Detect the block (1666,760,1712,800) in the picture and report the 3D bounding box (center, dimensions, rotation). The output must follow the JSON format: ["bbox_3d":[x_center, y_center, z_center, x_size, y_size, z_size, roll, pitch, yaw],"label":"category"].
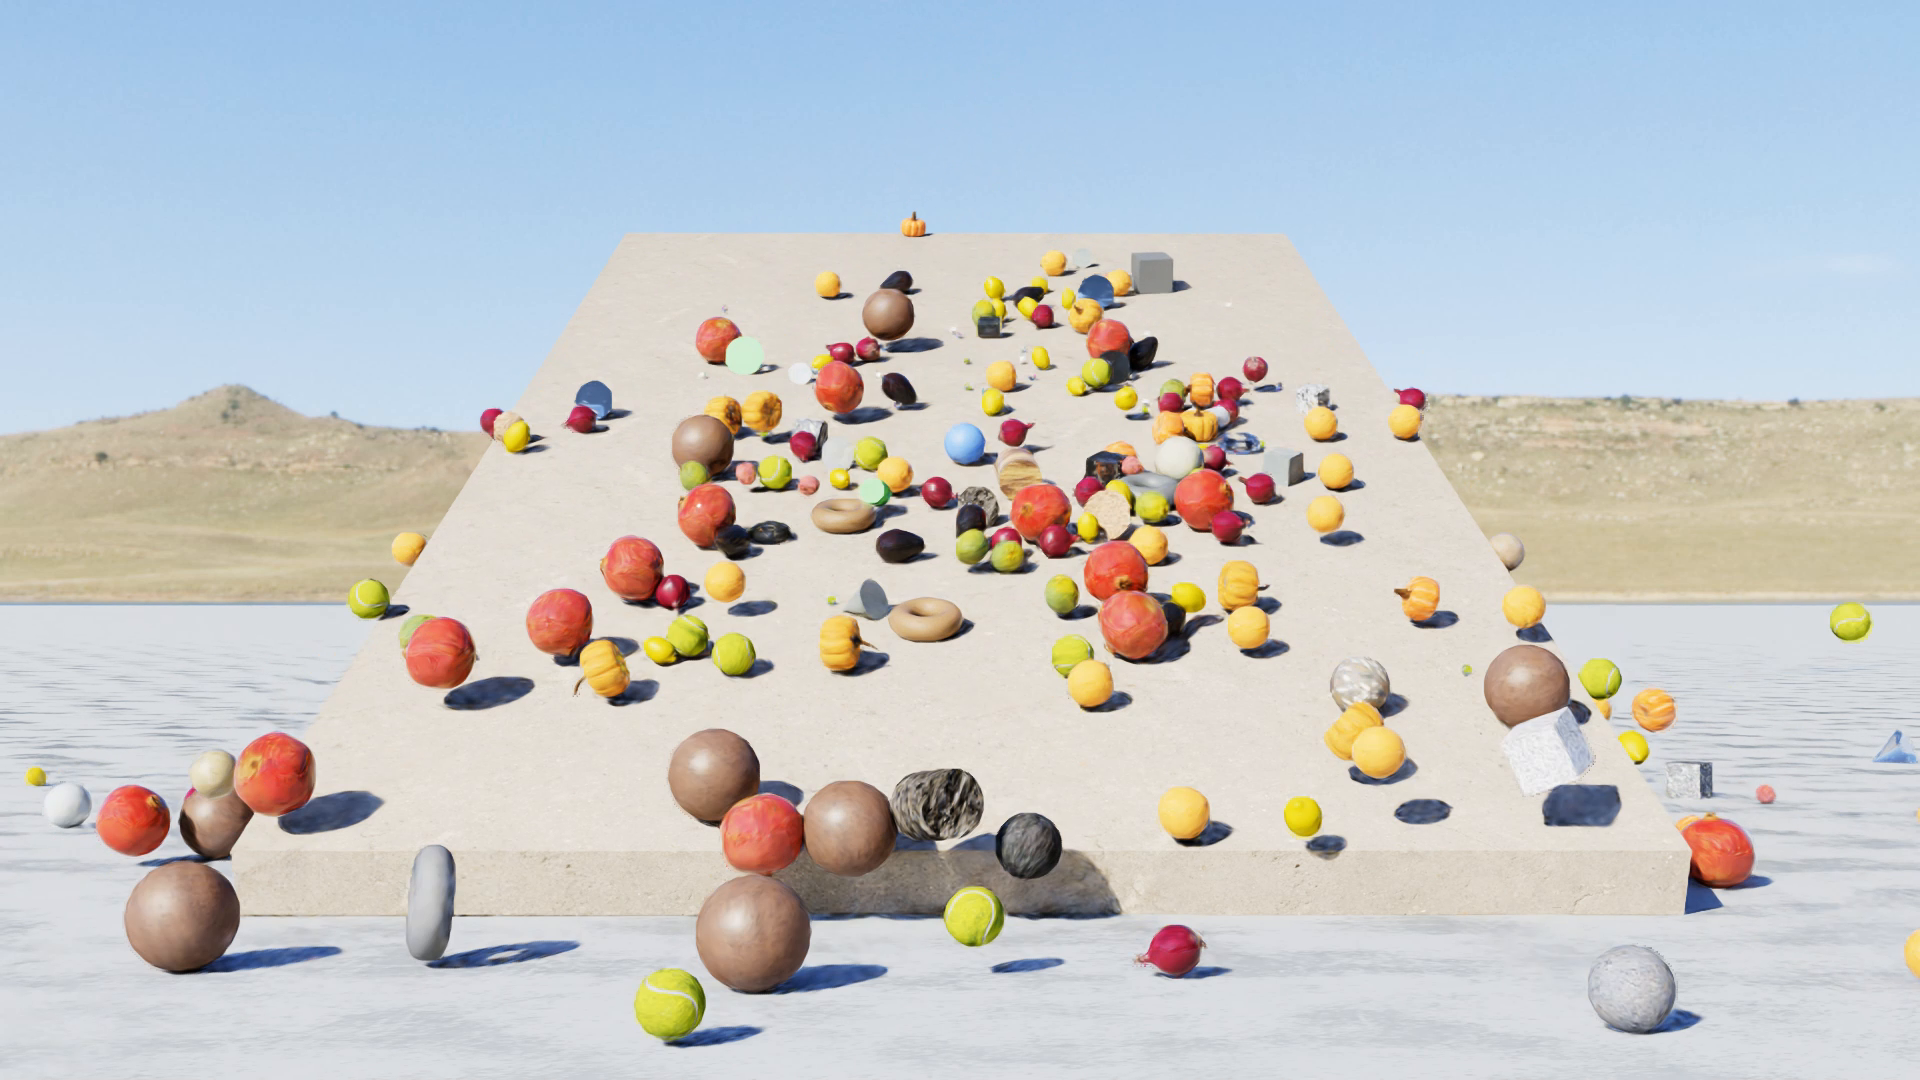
[{"bbox_3d":[1.611,0.530,5.000,0.077,0.077,0.077,-1,-2,38],"label":"block"}]

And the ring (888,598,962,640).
[{"bbox_3d":[-0.058,0.135,3.844,0.127,0.042,0.127,-1,21,0],"label":"ring"}]

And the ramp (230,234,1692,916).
[{"bbox_3d":[-0.005,-0.205,4.997,2.000,0.100,4.000,0,20,0],"label":"ramp"}]

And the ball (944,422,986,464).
[{"bbox_3d":[0.010,-0.201,4.711,0.085,0.085,0.085,0,-1,0],"label":"ball"}]

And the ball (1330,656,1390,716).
[{"bbox_3d":[0.621,0.226,3.518,0.092,0.092,0.092,0,-1,0],"label":"ball"}]

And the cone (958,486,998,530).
[{"bbox_3d":[0.020,-0.056,4.378,0.086,0.086,0.086,1,-8,-20],"label":"cone"}]

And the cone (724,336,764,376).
[{"bbox_3d":[-0.507,-0.431,5.413,0.093,0.093,0.093,0,-7,6],"label":"cone"}]

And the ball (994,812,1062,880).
[{"bbox_3d":[0.091,0.408,3.020,0.090,0.090,0.090,0,-1,0],"label":"ball"}]

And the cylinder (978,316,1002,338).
[{"bbox_3d":[0.076,-0.537,5.692,0.053,0.053,0.053,2,-1,7],"label":"cylinder"}]

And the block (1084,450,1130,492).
[{"bbox_3d":[0.297,-0.135,4.558,0.066,0.066,0.066,12,23,31],"label":"block"}]

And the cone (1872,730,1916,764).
[{"bbox_3d":[2.485,0.574,6.059,0.100,0.100,0.100,-35,-23,36],"label":"cone"}]

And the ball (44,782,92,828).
[{"bbox_3d":[-1.704,0.507,4.325,0.087,0.087,0.087,0,-1,0],"label":"ball"}]

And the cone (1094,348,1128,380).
[{"bbox_3d":[0.360,-0.400,5.339,0.080,0.080,0.080,0,-17,7],"label":"cone"}]

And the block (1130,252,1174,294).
[{"bbox_3d":[0.522,-0.727,6.162,0.094,0.094,0.094,-3,20,-9],"label":"block"}]

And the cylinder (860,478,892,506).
[{"bbox_3d":[-0.164,-0.093,4.393,0.051,0.051,0.051,0,-6,13],"label":"cylinder"}]

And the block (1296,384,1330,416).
[{"bbox_3d":[0.792,-0.314,5.075,0.055,0.055,0.055,14,24,35],"label":"block"}]

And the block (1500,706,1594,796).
[{"bbox_3d":[0.810,0.291,3.122,0.081,0.081,0.081,-25,0,33],"label":"block"}]

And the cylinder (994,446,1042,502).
[{"bbox_3d":[0.116,-0.132,4.518,0.087,0.087,0.087,0,20,-6],"label":"cylinder"}]

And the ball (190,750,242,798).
[{"bbox_3d":[-1.095,0.344,3.330,0.072,0.072,0.072,0,-1,0],"label":"ball"}]

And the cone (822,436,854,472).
[{"bbox_3d":[-0.270,-0.171,4.703,0.075,0.075,0.075,1,-10,-28],"label":"cone"}]

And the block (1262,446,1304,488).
[{"bbox_3d":[0.658,-0.149,4.607,0.060,0.060,0.060,15,24,35],"label":"block"}]

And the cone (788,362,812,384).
[{"bbox_3d":[-0.377,-0.386,5.314,0.054,0.054,0.054,0,-7,-7],"label":"cone"}]

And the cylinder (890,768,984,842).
[{"bbox_3d":[-0.030,0.348,2.975,0.092,0.092,0.092,1,-9,-27],"label":"cylinder"}]

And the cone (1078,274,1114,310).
[{"bbox_3d":[0.368,-0.646,6.012,0.095,0.095,0.095,0,-7,11],"label":"cone"}]

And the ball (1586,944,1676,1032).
[{"bbox_3d":[0.680,0.454,2.294,0.087,0.087,0.087,0,-1,0],"label":"ball"}]

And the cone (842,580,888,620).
[{"bbox_3d":[-0.177,0.113,3.917,0.074,0.074,0.074,-19,-12,33],"label":"cone"}]

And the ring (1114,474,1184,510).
[{"bbox_3d":[0.372,-0.095,4.476,0.141,0.047,0.141,0,19,0],"label":"ring"}]

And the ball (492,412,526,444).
[{"bbox_3d":[-0.963,-0.240,4.840,0.069,0.069,0.069,0,-1,0],"label":"ball"}]

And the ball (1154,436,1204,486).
[{"bbox_3d":[0.440,-0.159,4.540,0.100,0.100,0.100,0,-1,0],"label":"ball"}]

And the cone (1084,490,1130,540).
[{"bbox_3d":[0.298,-0.045,4.324,0.095,0.095,0.095,-1,-3,25],"label":"cone"}]

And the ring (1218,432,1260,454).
[{"bbox_3d":[0.593,-0.206,4.809,0.092,0.031,0.092,1,19,0],"label":"ring"}]

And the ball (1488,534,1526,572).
[{"bbox_3d":[1.143,0.027,4.748,0.083,0.083,0.083,0,-1,0],"label":"ball"}]

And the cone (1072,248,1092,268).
[{"bbox_3d":[0.351,-0.798,6.457,0.059,0.059,0.059,0,-7,6],"label":"cone"}]

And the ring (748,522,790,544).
[{"bbox_3d":[-0.359,-0.014,4.278,0.080,0.027,0.080,-1,19,0],"label":"ring"}]

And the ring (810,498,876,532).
[{"bbox_3d":[-0.225,-0.047,4.349,0.125,0.042,0.125,-1,19,0],"label":"ring"}]

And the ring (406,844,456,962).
[{"bbox_3d":[-0.630,0.431,2.693,0.046,0.139,0.139,6,-3,-17],"label":"ring"}]
